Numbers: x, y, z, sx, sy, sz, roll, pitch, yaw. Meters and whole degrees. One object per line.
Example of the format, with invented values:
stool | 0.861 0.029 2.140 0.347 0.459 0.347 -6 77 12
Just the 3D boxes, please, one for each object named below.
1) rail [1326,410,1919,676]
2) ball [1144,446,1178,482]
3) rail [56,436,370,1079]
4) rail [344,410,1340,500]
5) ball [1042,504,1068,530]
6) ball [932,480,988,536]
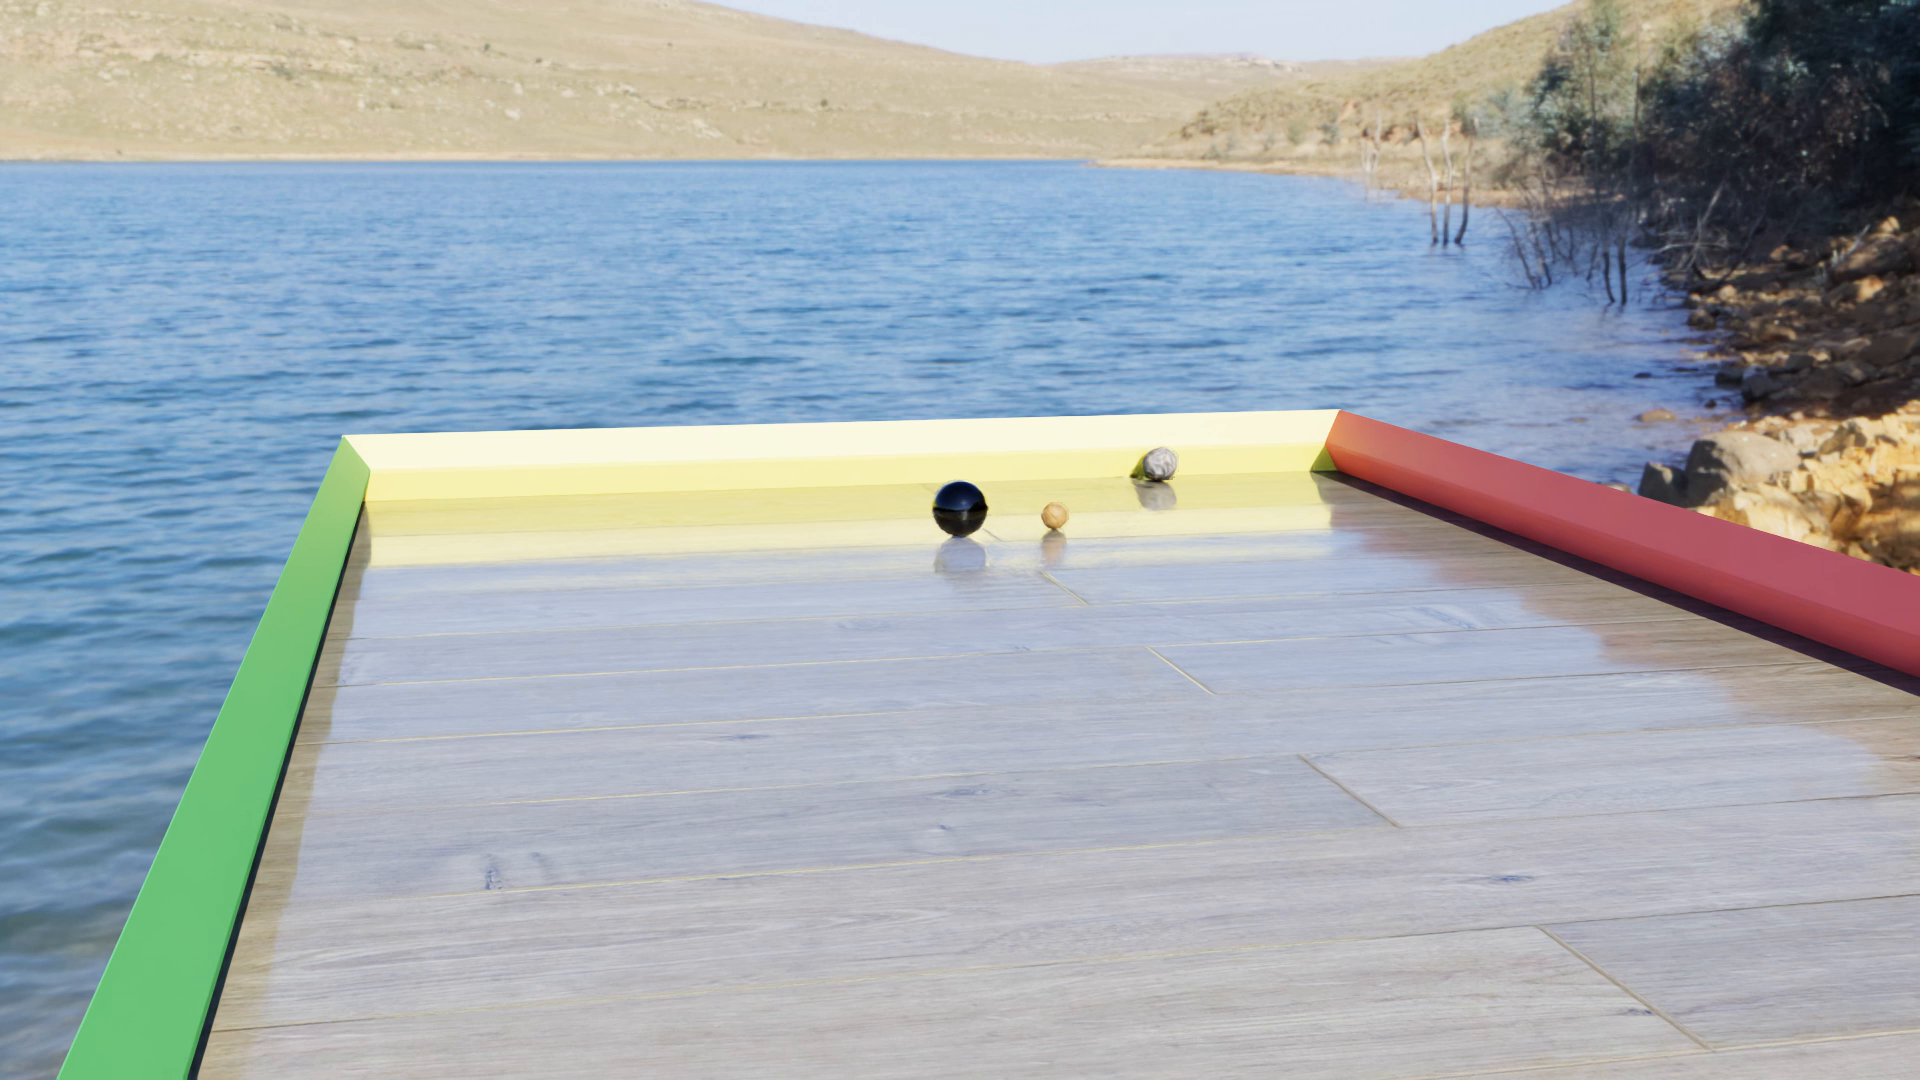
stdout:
rail | 1.028 0.073 2.625 0.045 0.113 3.131 -2 10 -12
ball | 0.364 -0.138 3.996 0.062 0.062 0.062 0 10 0
rail | -0.690 0.138 2.250 0.045 0.113 3.131 -2 10 -12
rail | -0.164 -0.151 3.921 1.806 0.113 0.045 -2 10 -12
ball | 0.149 -0.038 3.478 0.041 0.041 0.041 0 10 0
ball | 0.000 -0.049 3.410 0.087 0.087 0.087 0 10 0
